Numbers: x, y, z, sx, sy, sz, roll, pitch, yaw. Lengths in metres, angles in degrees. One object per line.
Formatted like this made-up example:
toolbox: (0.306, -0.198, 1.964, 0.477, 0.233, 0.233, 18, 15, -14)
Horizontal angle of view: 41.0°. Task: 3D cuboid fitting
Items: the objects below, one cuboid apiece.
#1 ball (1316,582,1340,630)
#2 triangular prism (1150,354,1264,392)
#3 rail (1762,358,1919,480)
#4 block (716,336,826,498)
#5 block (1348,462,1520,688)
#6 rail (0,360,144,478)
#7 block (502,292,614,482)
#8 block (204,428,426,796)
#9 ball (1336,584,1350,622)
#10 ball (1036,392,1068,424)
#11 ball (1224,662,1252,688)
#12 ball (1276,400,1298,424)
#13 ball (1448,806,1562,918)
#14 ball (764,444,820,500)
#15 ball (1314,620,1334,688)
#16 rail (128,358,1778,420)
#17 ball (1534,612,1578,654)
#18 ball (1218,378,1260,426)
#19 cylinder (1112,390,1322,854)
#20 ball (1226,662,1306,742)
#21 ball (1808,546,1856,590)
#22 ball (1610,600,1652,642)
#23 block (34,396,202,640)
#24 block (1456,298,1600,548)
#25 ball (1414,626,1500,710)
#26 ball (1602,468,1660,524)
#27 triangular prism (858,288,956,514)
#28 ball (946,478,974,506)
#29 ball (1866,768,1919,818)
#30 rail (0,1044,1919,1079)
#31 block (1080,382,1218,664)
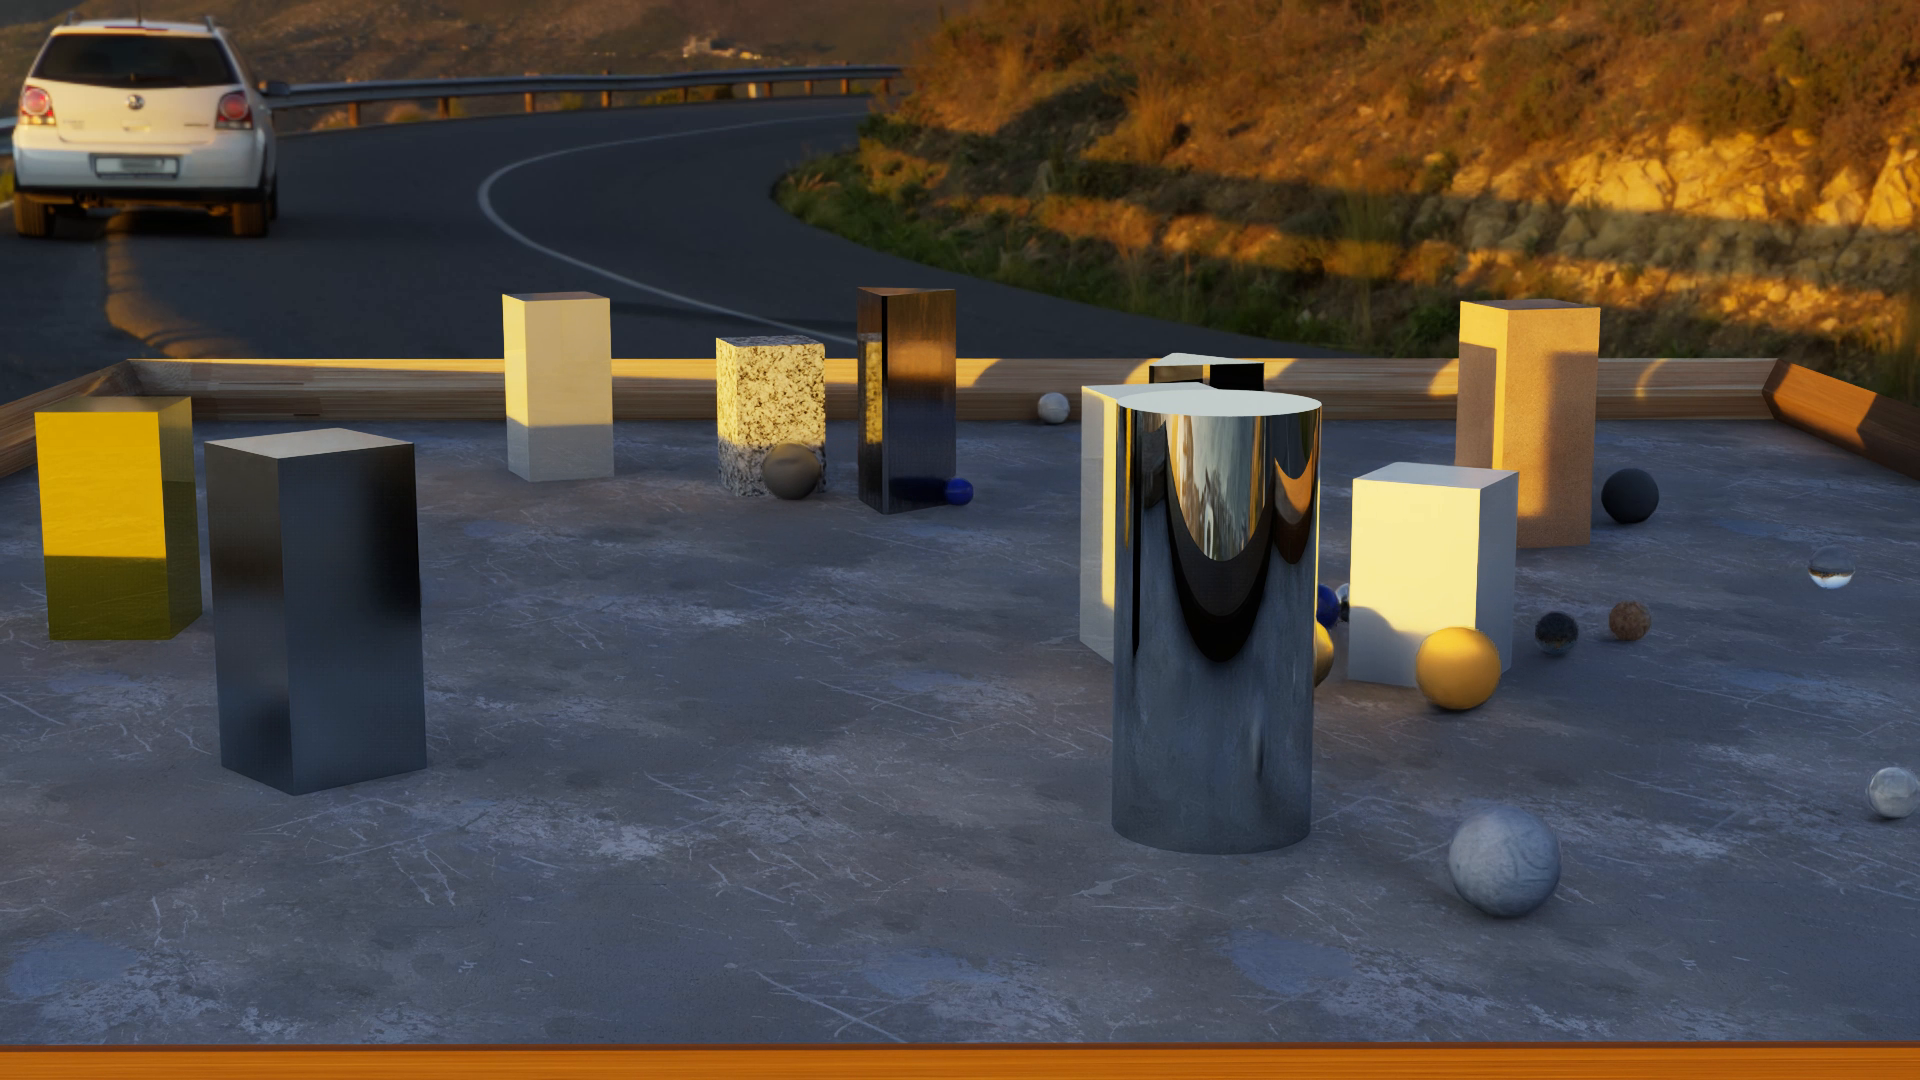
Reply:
ball: (0.457, 0.088, 3.310, 0.067, 0.067, 0.067, 0, 11, 0)
triangular prism: (0.328, -0.103, 3.665, 0.166, 0.314, 0.144, -3, 11, -13)
rail: (1.677, 0.030, 3.459, 0.045, 0.125, 3.755, 0, 11, 0)
block: (-0.327, -0.216, 4.432, 0.154, 0.256, 0.154, -3, 11, -18)
block: (0.569, 0.042, 3.080, 0.154, 0.243, 0.154, 6, 12, 28)
rail: (-1.677, 0.034, 3.440, 0.045, 0.125, 3.755, 0, 11, 0)
block: (-0.718, -0.277, 4.587, 0.154, 0.318, 0.154, -5, 11, -23)
block: (-0.666, 0.069, 2.657, 0.154, 0.344, 0.154, -10, 14, -42)
ball: (0.516, 0.083, 3.381, 0.052, 0.052, 0.052, 0, 11, 0)
ball: (0.189, -0.269, 5.236, 0.065, 0.065, 0.065, 0, 11, 0)
ball: (0.329, 0.162, 2.979, 0.042, 0.042, 0.042, 0, 11, 0)
ball: (0.670, -0.263, 5.253, 0.046, 0.046, 0.046, 0, 11, 0)
ball: (0.470, 0.277, 2.215, 0.096, 0.096, 0.096, 0, 11, 0)
ball: (-0.283, -0.115, 4.328, 0.096, 0.096, 0.096, 0, 11, 0)
ball: (0.390, 0.132, 2.998, 0.095, 0.095, 0.095, 0, 11, 0)
rail: (-0.011, -0.307, 5.272, 3.401, 0.125, 0.045, 0, 11, 0)
ball: (0.743, 0.116, 3.200, 0.052, 0.052, 0.052, 0, 11, 0)
ball: (0.560, -0.279, 5.211, 0.095, 0.095, 0.095, 0, 11, 0)
cylinder: (0.243, 0.073, 2.447, 0.192, 0.412, 0.192, 0, 11, 0)
ball: (0.333, 0.176, 2.788, 0.086, 0.086, 0.086, 0, 11, 0)
ball: (1.220, 0.038, 3.592, 0.062, 0.062, 0.062, 0, 11, 0)
ball: (0.855, 0.103, 3.273, 0.052, 0.052, 0.052, 0, 11, 0)
block: (-1.089, -0.030, 3.330, 0.154, 0.294, 0.154, 0, 11, -1)
block: (0.869, -0.181, 3.948, 0.154, 0.363, 0.154, -3, 11, -16)
ball: (0.566, 0.146, 2.922, 0.095, 0.095, 0.095, 0, 11, 0)
ball: (1.072, -0.070, 4.102, 0.090, 0.090, 0.090, 0, 11, 0)
triangular prism: (-0.117, -0.237, 4.264, 0.144, 0.358, 0.166, 10, 14, 43)
ball: (0.000, -0.080, 4.271, 0.047, 0.047, 0.047, 0, 11, 0)
ball: (0.911, 0.247, 2.504, 0.050, 0.050, 0.050, 0, 11, 0)
rail: (0.011, 0.371, 1.627, 3.401, 0.125, 0.045, 0, 11, 0)
block: (0.247, -0.022, 3.194, 0.154, 0.327, 0.154, -3, 11, -15)
